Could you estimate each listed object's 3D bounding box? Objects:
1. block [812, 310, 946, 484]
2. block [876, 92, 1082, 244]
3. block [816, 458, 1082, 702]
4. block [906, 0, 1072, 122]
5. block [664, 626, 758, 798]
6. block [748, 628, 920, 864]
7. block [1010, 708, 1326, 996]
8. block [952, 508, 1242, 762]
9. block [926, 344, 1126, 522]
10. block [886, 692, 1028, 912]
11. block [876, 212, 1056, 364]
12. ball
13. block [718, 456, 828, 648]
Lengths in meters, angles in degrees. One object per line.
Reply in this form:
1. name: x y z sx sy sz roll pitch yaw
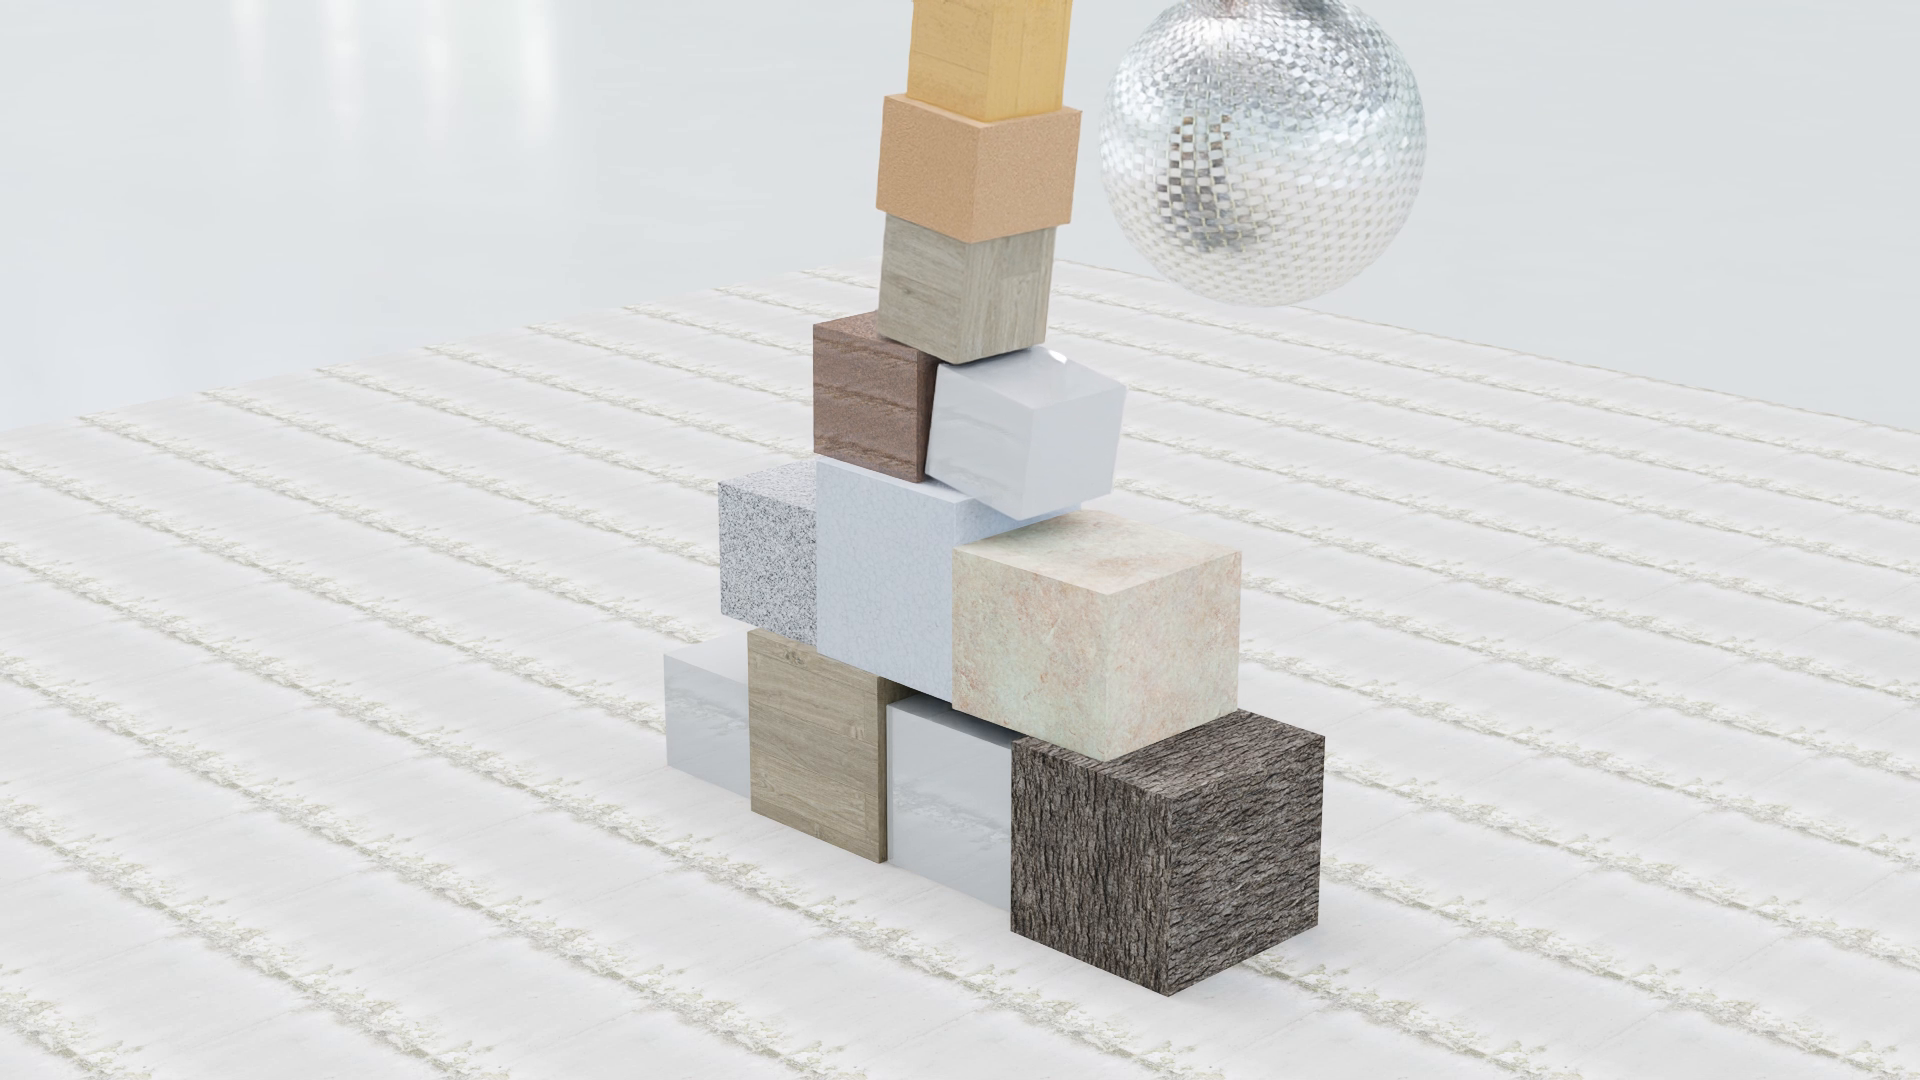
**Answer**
1. block: -0.192 -0.682 13.340 0.672 0.603 0.676 -17 25 -42
2. block: 0.079 -1.649 12.722 0.626 0.503 0.585 -17 31 -42
3. block: -0.055 0.094 13.434 0.819 0.928 0.887 -17 25 -42
4. block: 0.125 -2.121 12.528 0.475 0.520 0.476 -17 31 -42
5. block: -0.989 0.860 14.621 0.634 0.592 0.739 -17 24 -42
6. block: -0.399 0.878 14.018 0.833 0.919 0.896 -17 24 -42
7. block: 0.900 1.283 12.775 1.004 0.892 0.917 -17 24 -42
8. block: 0.596 0.395 12.870 0.868 0.745 0.915 -17 24 -42
9. block: 0.287 -0.487 12.896 0.588 0.519 0.587 -17 34 -42
10. block: 0.268 1.135 13.440 0.792 0.775 0.916 -17 24 -42
11. block: 0.028 -1.158 12.920 0.564 0.561 0.500 -17 31 -42
12. ball: 1.467 -1.929 14.273 1.600 1.600 1.600 0 17 0
13. block: -0.641 0.044 14.034 0.710 0.664 0.738 -17 24 -42
